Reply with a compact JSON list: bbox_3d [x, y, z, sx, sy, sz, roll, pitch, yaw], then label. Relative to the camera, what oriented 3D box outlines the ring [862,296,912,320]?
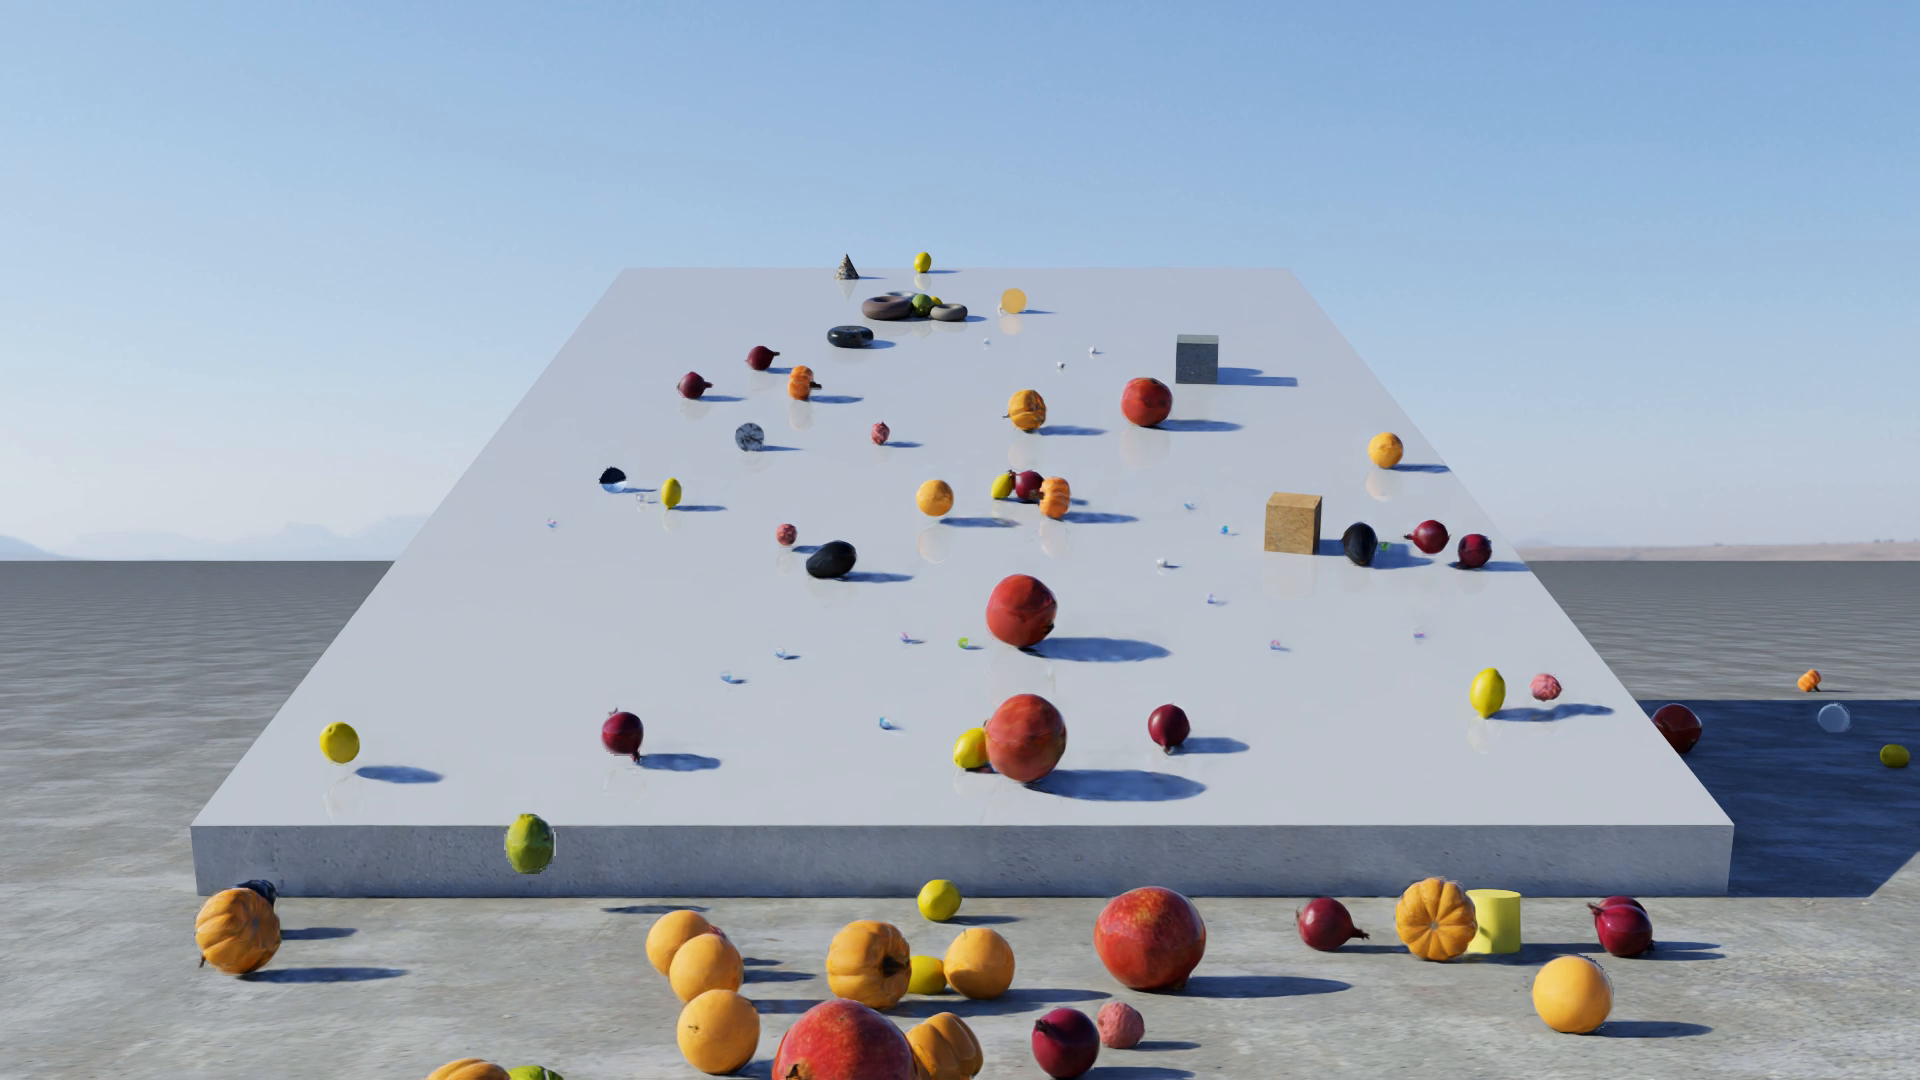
[{"bbox_3d":[-0.196,-0.626,6.000,0.141,0.047,0.141,-1,17,0],"label":"ring"}]

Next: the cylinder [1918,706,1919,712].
[{"bbox_3d":[2.544,0.440,5.765,0.086,0.086,0.086,0,0,-1],"label":"cylinder"}]

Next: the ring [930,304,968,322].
[{"bbox_3d":[-0.029,-0.611,5.975,0.101,0.034,0.101,-1,18,0],"label":"ring"}]

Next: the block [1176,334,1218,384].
[{"bbox_3d":[0.563,-0.429,5.284,0.098,0.098,0.098,2,17,6],"label":"block"}]

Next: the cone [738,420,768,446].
[{"bbox_3d":[-0.442,-0.211,4.697,0.063,0.063,0.063,0,-25,-13],"label":"cone"}]

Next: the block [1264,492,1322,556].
[{"bbox_3d":[0.602,-0.030,4.022,0.087,0.087,0.087,5,18,17],"label":"block"}]

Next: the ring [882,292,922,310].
[{"bbox_3d":[-0.161,-0.657,6.116,0.116,0.039,0.116,1,17,0],"label":"ring"}]

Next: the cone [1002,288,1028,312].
[{"bbox_3d":[0.149,-0.643,6.080,0.072,0.072,0.072,0,-16,0],"label":"cone"}]

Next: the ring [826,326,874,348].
[{"bbox_3d":[-0.279,-0.519,5.667,0.121,0.040,0.121,1,16,0],"label":"ring"}]

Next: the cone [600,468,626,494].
[{"bbox_3d":[-0.685,-0.112,4.388,0.050,0.050,0.050,0,-10,-11],"label":"cone"}]

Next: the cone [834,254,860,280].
[{"bbox_3d":[-0.333,-0.807,6.533,0.074,0.074,0.074,0,17,0],"label":"cone"}]

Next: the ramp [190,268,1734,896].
[{"bbox_3d":[-0.003,-0.178,4.807,2.000,0.100,4.000,0,17,0],"label":"ramp"}]

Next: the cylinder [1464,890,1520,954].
[{"bbox_3d":[0.602,0.431,2.519,0.062,0.062,0.062,0,0,0],"label":"cylinder"}]
